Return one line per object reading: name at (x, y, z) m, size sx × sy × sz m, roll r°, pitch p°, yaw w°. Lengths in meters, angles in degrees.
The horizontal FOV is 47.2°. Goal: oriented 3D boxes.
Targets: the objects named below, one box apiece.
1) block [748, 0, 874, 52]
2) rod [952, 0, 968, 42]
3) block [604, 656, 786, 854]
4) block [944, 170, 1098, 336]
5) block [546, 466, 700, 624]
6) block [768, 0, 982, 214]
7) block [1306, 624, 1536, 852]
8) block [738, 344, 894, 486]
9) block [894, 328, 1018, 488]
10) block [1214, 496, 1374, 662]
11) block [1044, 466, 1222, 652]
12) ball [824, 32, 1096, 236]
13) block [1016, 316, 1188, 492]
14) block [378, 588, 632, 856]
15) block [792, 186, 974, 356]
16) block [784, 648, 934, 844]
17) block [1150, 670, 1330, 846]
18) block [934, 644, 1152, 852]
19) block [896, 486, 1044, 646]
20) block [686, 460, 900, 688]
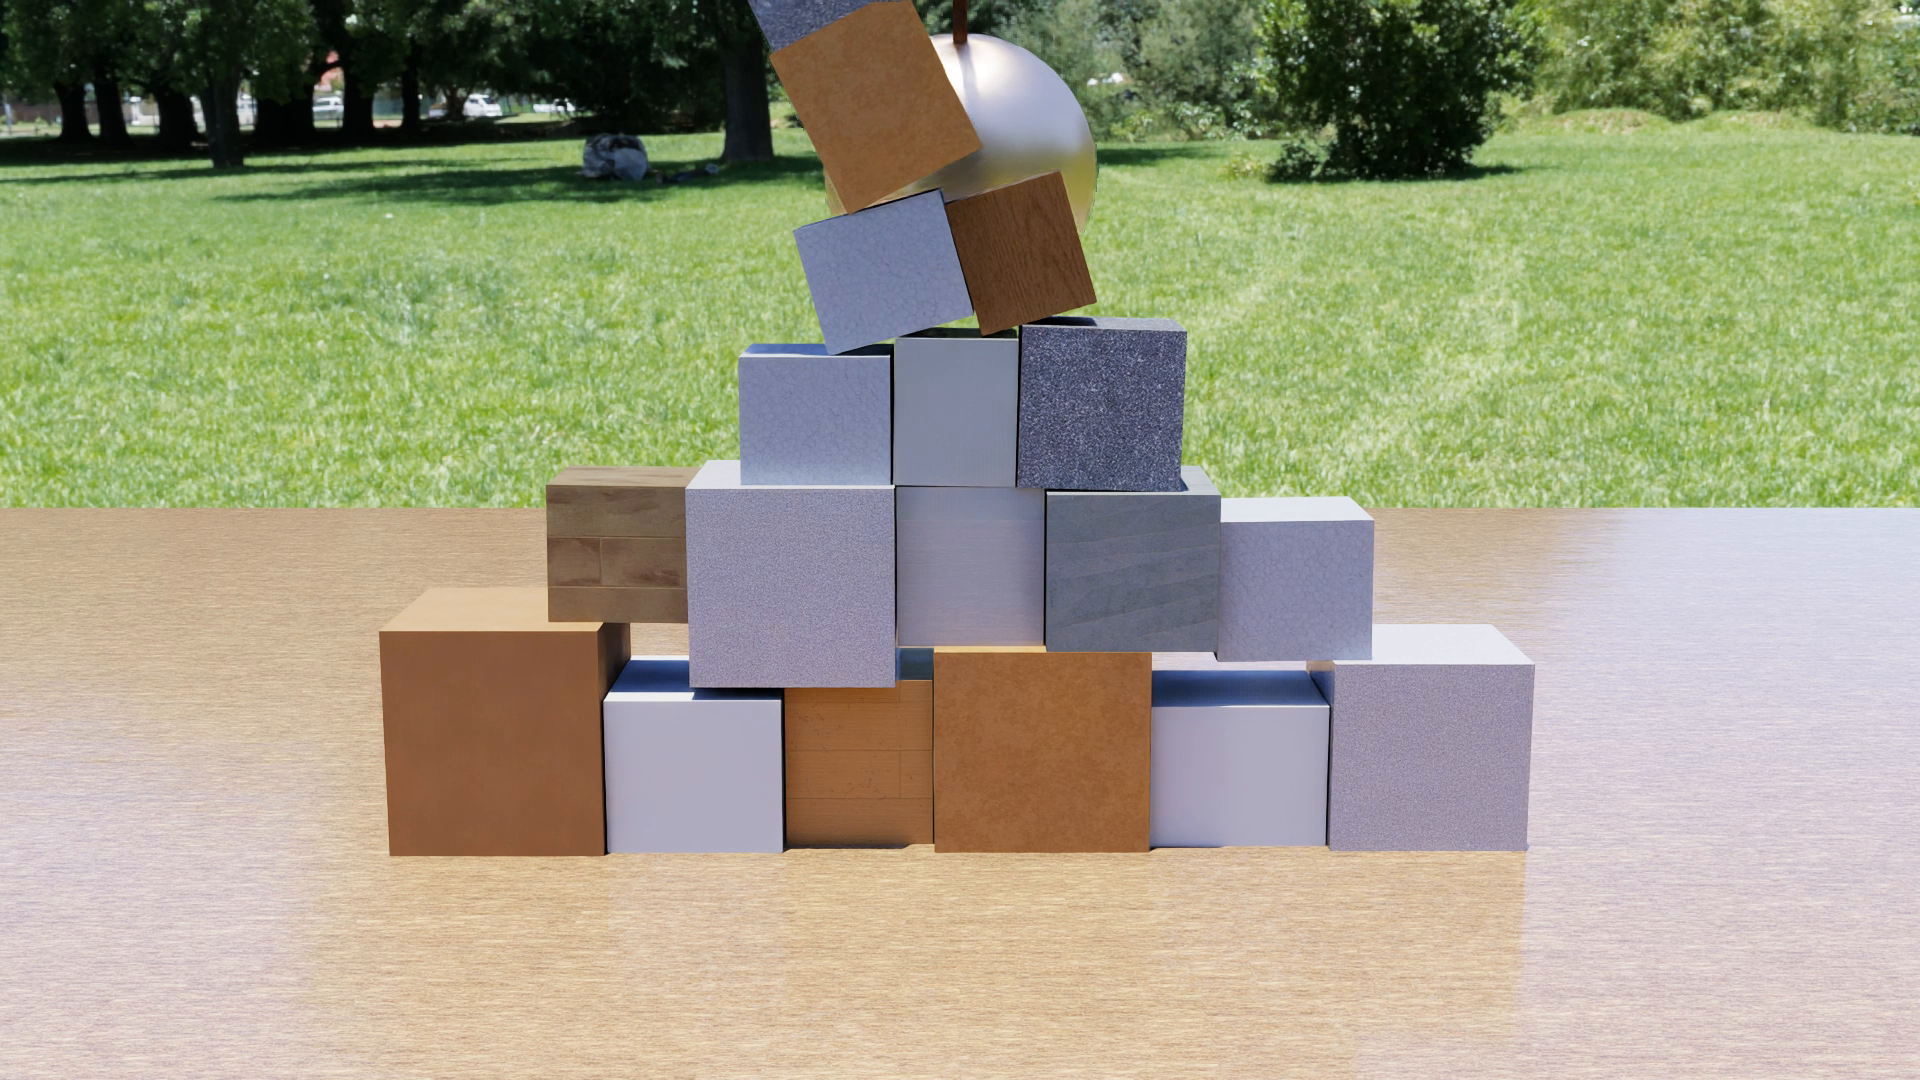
block at (-0.776, -2.862, 10.674) m, size 0.641 × 0.801 × 0.713 m, roll -26°, pitch 9°, yaw 4°
rod at (0.000, -5.084, 11.170) m, size 0.080 × 5.200 × 0.080 m, roll 0°, pitch 31°, yaw 0°
block at (-1.322, 1.091, 11.383) m, size 0.873 × 0.781 × 0.973 m, roll 0°, pitch 10°, yaw 0°
block at (0.298, -1.434, 10.918) m, size 0.583 × 0.657 × 0.560 m, roll -16°, pitch 10°, yaw 3°
block at (-1.686, 0.013, 11.170) m, size 0.701 × 0.687 × 0.659 m, roll 1°, pitch 10°, yaw 0°
block at (-0.400, -2.147, 10.803) m, size 0.721 × 0.834 × 0.722 m, roll -26°, pitch 9°, yaw 4°
block at (2.341, 1.004, 11.361) m, size 0.983 × 0.961 × 0.907 m, roll 0°, pitch 10°, yaw 0°
block at (-0.706, -0.640, 11.047) m, size 0.734 × 0.629 × 0.715 m, roll 0°, pitch 10°, yaw 0°
block at (-0.022, -0.679, 11.039) m, size 0.599 × 0.719 × 0.677 m, roll 1°, pitch 10°, yaw 0°
block at (1.655, 0.190, 11.197) m, size 0.765 × 0.706 × 0.715 m, roll -1°, pitch 10°, yaw 0°
block at (0.845, 0.079, 11.204) m, size 0.844 × 0.782 × 0.971 m, roll 0°, pitch 10°, yaw 0°
ball at (0.000, -2.155, 12.897) m, size 1.600 × 1.600 × 1.600 m, roll 0°, pitch 10°, yaw 0°
block at (0.688, -0.698, 11.037) m, size 0.794 × 0.785 × 0.754 m, roll 2°, pitch 10°, yaw 0°
block at (-2.301, 0.913, 11.339) m, size 1.064 × 1.147 × 1.054 m, roll 0°, pitch 10°, yaw 0°
block at (-0.366, -1.347, 10.943) m, size 0.732 × 0.625 × 0.668 m, roll -15°, pitch 10°, yaw 3°
block at (-0.506, 1.054, 11.389) m, size 0.738 × 0.850 × 0.723 m, roll 0°, pitch 10°, yaw 0°
block at (1.397, 1.118, 11.392) m, size 0.887 × 0.725 × 0.771 m, roll 0°, pitch 10°, yaw 0°
block at (0.408, 0.971, 11.355) m, size 1.071 × 1.027 × 0.954 m, roll 0°, pitch 10°, yaw 0°
block at (0.052, 0.071, 11.195) m, size 0.724 × 0.801 × 0.703 m, roll 0°, pitch 10°, yaw 0°
block at (-0.825, 0.151, 11.220) m, size 1.011 × 0.988 × 0.980 m, roll 0°, pitch 10°, yaw 0°
